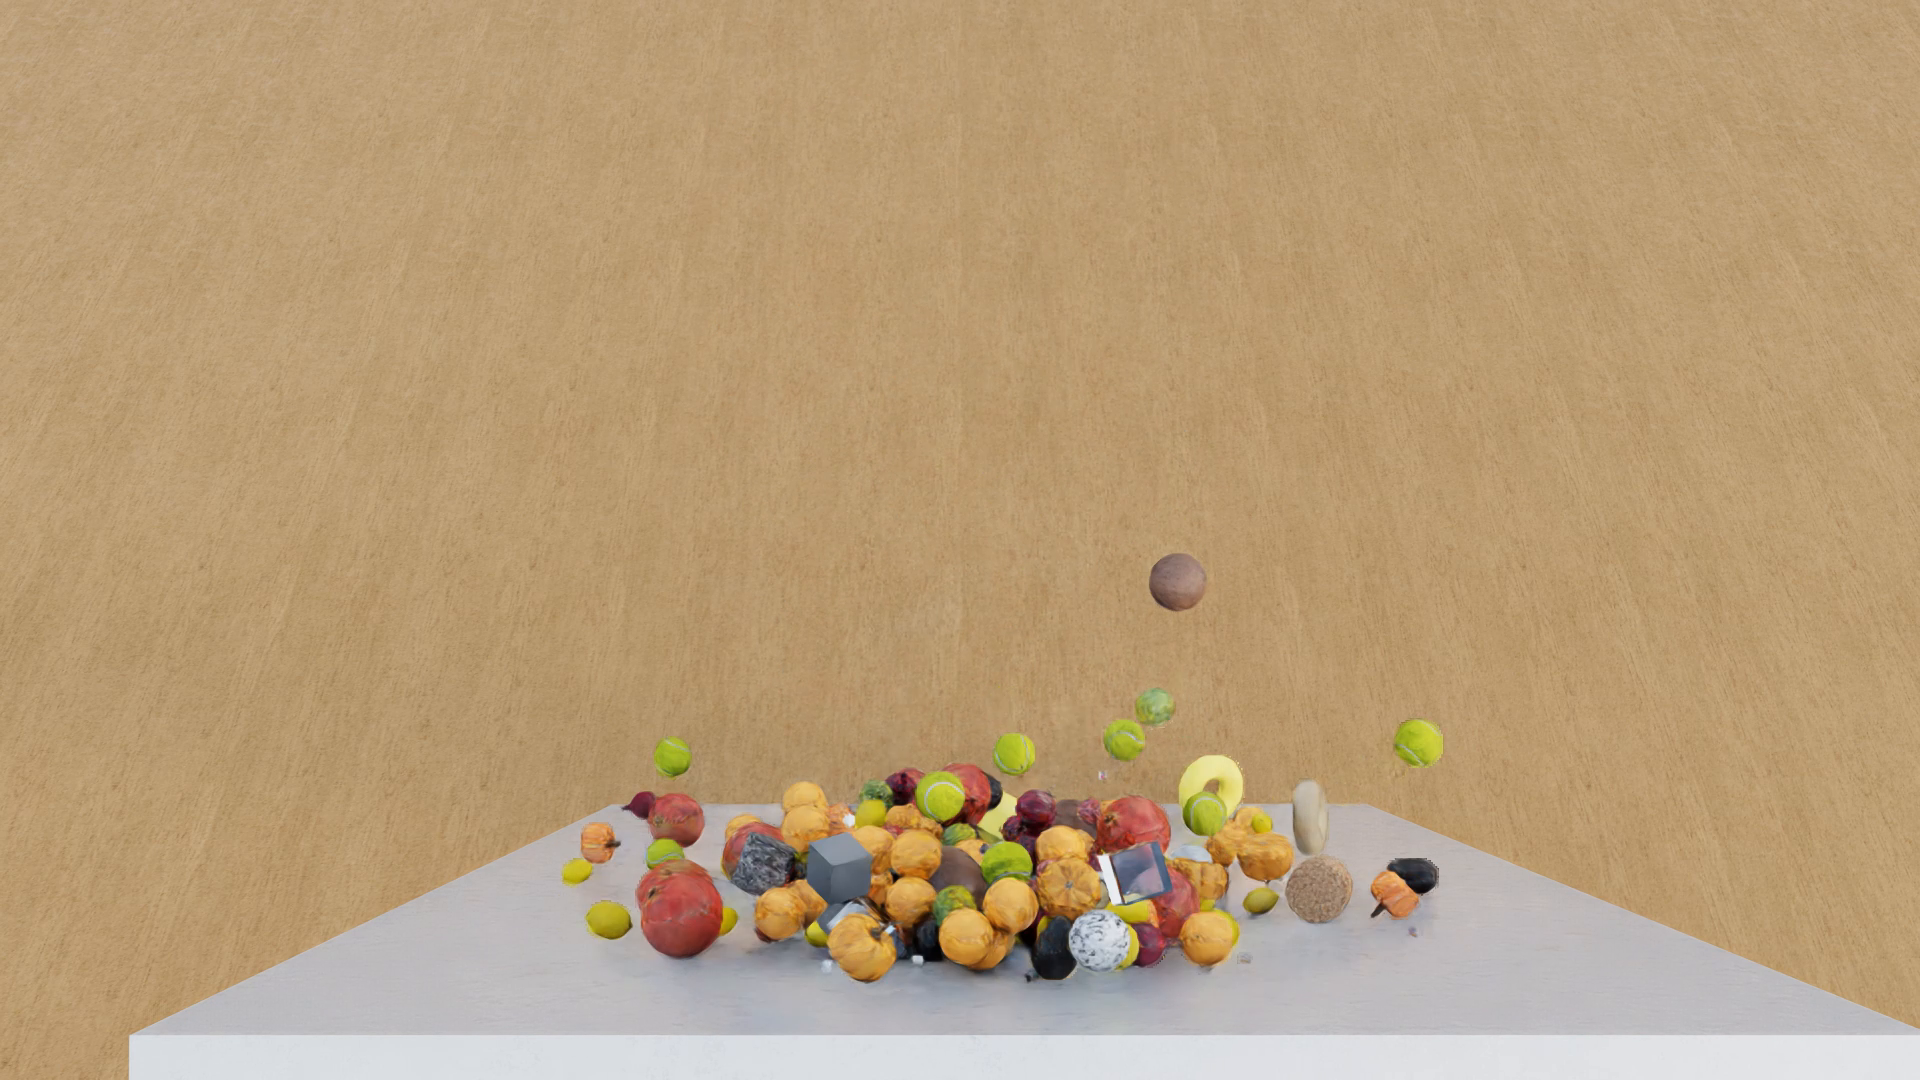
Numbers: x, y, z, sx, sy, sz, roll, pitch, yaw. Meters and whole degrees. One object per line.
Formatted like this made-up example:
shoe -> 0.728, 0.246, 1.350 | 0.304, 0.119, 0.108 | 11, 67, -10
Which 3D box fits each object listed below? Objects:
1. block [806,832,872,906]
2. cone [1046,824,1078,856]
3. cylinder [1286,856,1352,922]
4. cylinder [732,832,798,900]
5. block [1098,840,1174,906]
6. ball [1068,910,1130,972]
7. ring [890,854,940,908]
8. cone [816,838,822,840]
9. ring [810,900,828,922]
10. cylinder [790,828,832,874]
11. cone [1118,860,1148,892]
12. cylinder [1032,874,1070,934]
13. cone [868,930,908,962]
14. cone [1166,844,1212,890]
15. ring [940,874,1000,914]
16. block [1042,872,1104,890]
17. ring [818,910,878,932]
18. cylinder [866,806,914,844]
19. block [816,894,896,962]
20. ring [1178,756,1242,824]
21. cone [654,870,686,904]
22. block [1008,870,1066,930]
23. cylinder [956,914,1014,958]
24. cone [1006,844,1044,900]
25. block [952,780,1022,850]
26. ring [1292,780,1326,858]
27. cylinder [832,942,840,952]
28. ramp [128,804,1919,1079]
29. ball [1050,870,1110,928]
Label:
block -> -0.160, 0.435, 3.443 | 0.062, 0.062, 0.062 | -12, 32, -31
cone -> 0.220, 0.624, 5.294 | 0.072, 0.072, 0.072 | -12, 57, 19
cylinder -> 0.562, 0.546, 4.066 | 0.095, 0.095, 0.095 | 10, 0, 14
cylinder -> -0.283, 0.471, 3.757 | 0.074, 0.074, 0.074 | 21, 0, 0
block -> 0.228, 0.434, 3.385 | 0.067, 0.067, 0.067 | -16, -4, -14
ball -> 0.173, 0.495, 3.214 | 0.076, 0.076, 0.076 | 0, 36, 0
ring -> -0.074, 0.558, 4.253 | 0.099, 0.033, 0.099 | 32, 34, -25
cone -> -0.213, 0.521, 4.281 | 0.095, 0.095, 0.095 | -25, 31, 16
ring -> -0.185, 0.576, 4.022 | 0.098, 0.033, 0.098 | -2, -1, 0
cylinder -> -0.272, 0.578, 4.811 | 0.085, 0.085, 0.085 | -8, -4, -11
cone -> 0.303, 0.585, 4.538 | 0.054, 0.054, 0.054 | 0, -2, 0
cylinder -> 0.147, 0.527, 3.763 | 0.062, 0.062, 0.062 | 23, 64, 28
cone -> -0.105, 0.562, 3.541 | 0.051, 0.051, 0.051 | -23, 42, -26
cone -> 0.413, 0.594, 4.572 | 0.084, 0.084, 0.084 | -6, 26, -8
ring -> 0.015, 0.563, 4.126 | 0.101, 0.101, 0.034 | -13, 63, -17
block -> 0.171, 0.530, 3.857 | 0.065, 0.065, 0.065 | -1, -12, -33
ring -> -0.168, 0.573, 3.907 | 0.089, 0.030, 0.089 | 0, -5, 0
cylinder -> -0.145, 0.592, 5.393 | 0.070, 0.070, 0.070 | 9, 28, -32
block -> -0.140, 0.515, 3.482 | 0.064, 0.064, 0.064 | -46, 61, 4
ring -> 0.478, 0.475, 4.954 | 0.137, 0.137, 0.046 | -18, 20, -23
cone -> -0.491, 0.566, 4.308 | 0.052, 0.052, 0.052 | -38, 14, 11
block -> 0.129, 0.546, 3.941 | 0.083, 0.083, 0.083 | -3, -4, 27
cylinder -> 0.035, 0.540, 3.544 | 0.058, 0.058, 0.058 | -10, 28, 32
cone -> 0.116, 0.550, 4.335 | 0.091, 0.091, 0.091 | -6, 79, -8
block -> 0.049, 0.496, 4.688 | 0.081, 0.081, 0.081 | 31, 65, -10
ring -> 0.583, 0.464, 4.337 | 0.043, 0.130, 0.130 | -4, 34, 15
cylinder -> -0.145, 0.537, 3.570 | 0.052, 0.052, 0.052 | 6, 53, 9
ramp -> 0.079, 0.674, 4.877 | 2.000, 0.100, 4.000 | 0, -2, 0
ball -> 0.169, 0.510, 3.681 | 0.085, 0.085, 0.085 | 0, 36, 0
